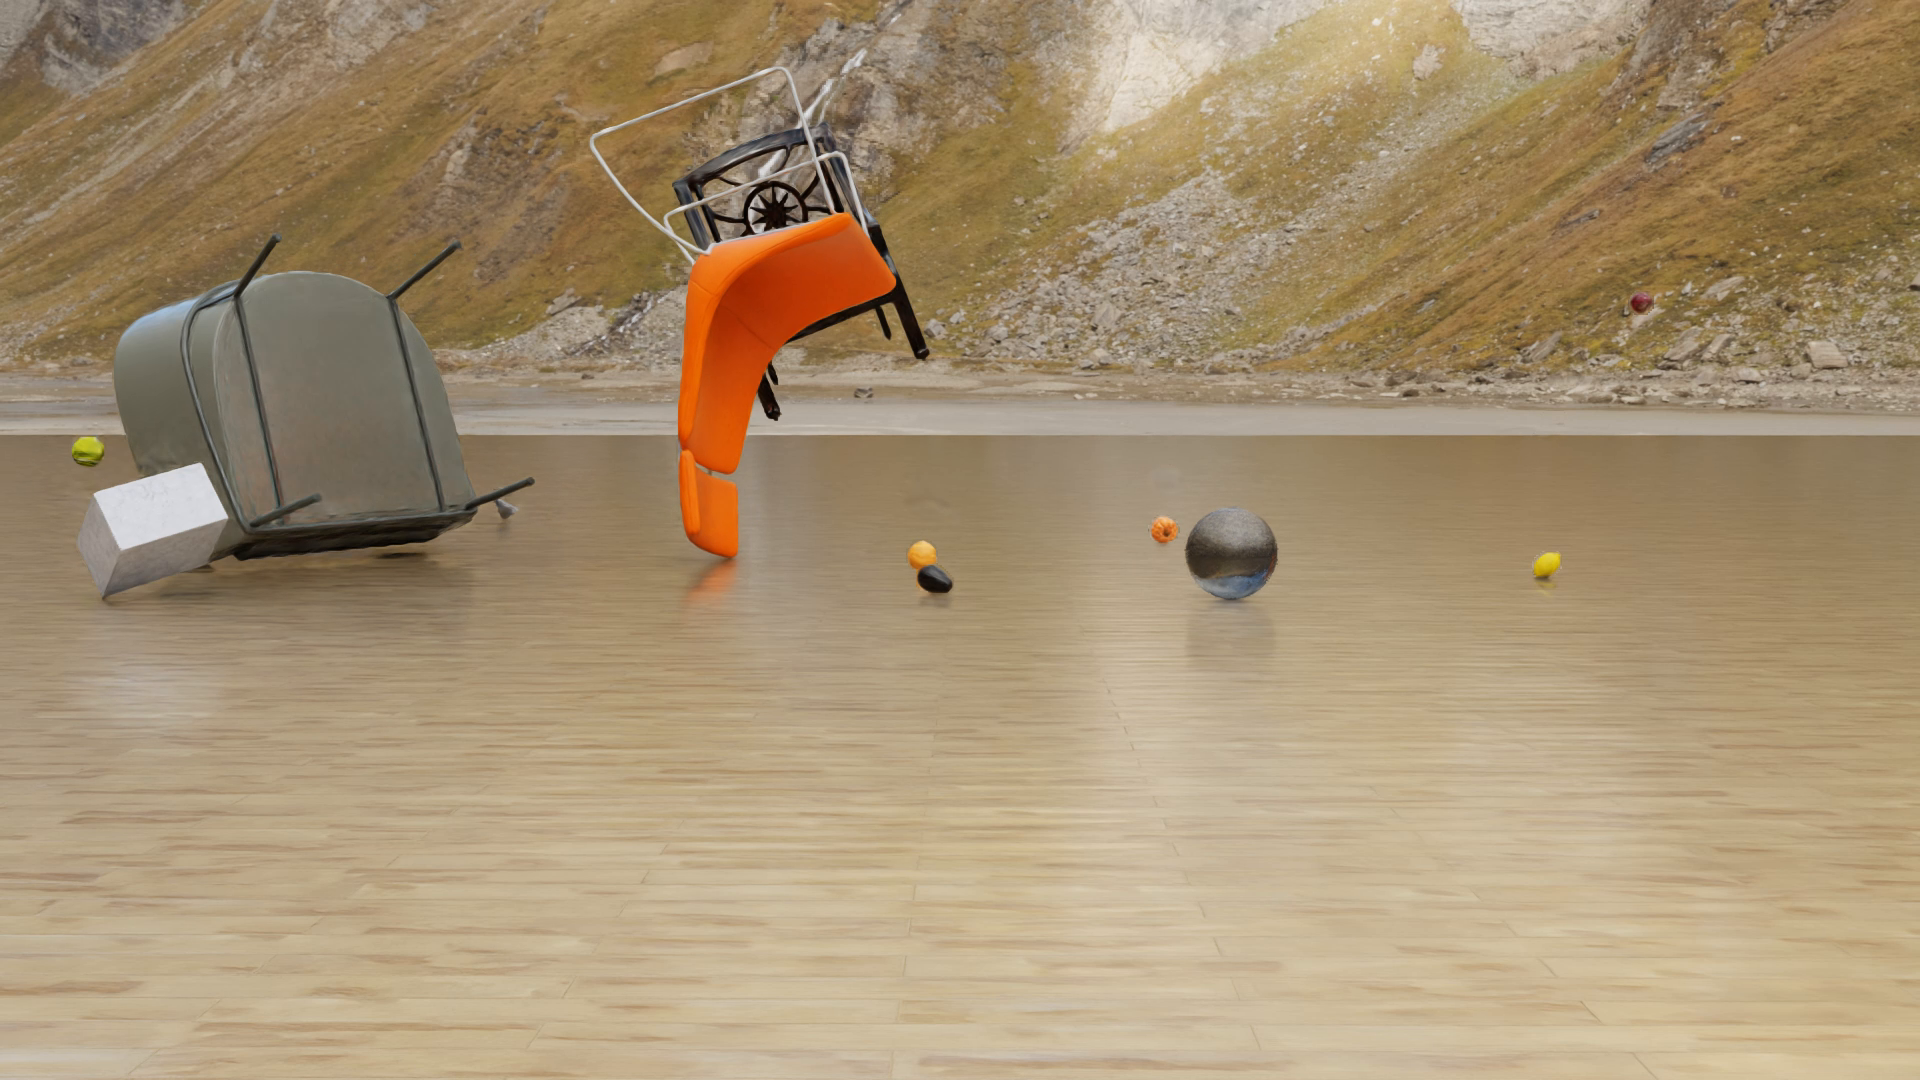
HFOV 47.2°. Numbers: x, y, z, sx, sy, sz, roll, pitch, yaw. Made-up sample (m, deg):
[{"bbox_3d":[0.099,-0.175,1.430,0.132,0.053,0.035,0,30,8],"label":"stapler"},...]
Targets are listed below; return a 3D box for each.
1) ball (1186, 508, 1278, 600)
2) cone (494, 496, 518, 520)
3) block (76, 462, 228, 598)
[{"bbox_3d":[0.580,0.028,4.696,0.197,0.197,0.197,0,4,0],"label":"ball"},{"bbox_3d":[-1.572,-0.121,7.535,0.094,0.087,0.052,-21,28,45],"label":"cone"},{"bbox_3d":[-1.737,-0.021,4.726,0.235,0.139,0.245,-22,-13,-37],"label":"block"}]
